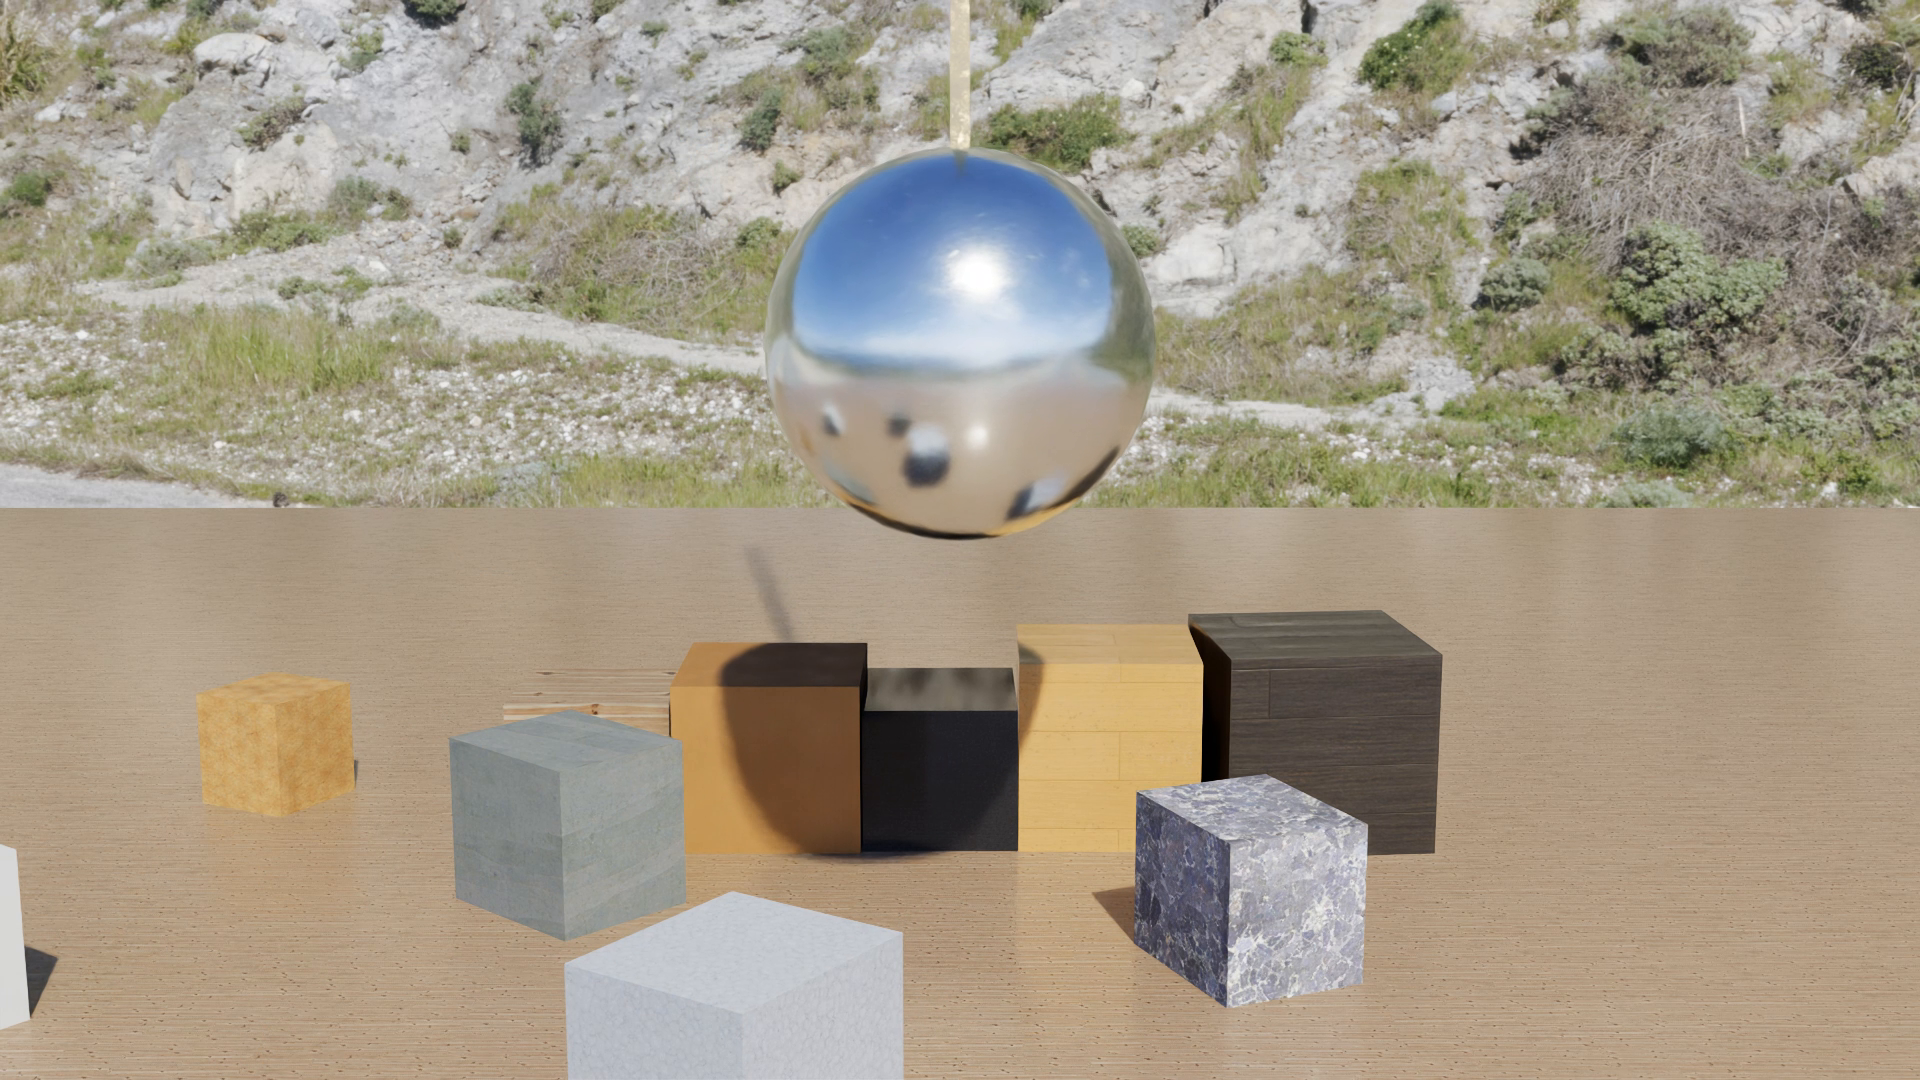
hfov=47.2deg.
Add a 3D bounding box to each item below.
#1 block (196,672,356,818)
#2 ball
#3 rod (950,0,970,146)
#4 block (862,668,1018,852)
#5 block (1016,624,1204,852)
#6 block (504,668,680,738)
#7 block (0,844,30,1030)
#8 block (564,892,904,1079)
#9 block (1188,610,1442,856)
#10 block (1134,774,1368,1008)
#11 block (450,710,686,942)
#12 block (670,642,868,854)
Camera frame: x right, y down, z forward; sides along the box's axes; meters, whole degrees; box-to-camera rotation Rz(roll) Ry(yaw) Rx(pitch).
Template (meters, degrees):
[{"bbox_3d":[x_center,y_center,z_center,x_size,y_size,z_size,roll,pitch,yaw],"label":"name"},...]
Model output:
[{"bbox_3d":[-3.687,1.093,11.866,0.556,0.605,0.559,5,12,27],"label":"block"},{"bbox_3d":[0.000,-0.793,8.967,1.600,1.600,1.600,0,10,0],"label":"ball"},{"bbox_3d":[0.000,-4.146,9.530,0.080,5.200,0.080,0,-10,0],"label":"rod"},{"bbox_3d":[-0.103,1.120,11.380,0.773,0.724,0.901,0,10,0],"label":"block"},{"bbox_3d":[0.750,1.003,11.357,0.905,0.964,0.914,0,10,1],"label":"block"},{"bbox_3d":[-1.852,1.113,11.370,0.831,0.742,0.779,0,10,0],"label":"block"},{"bbox_3d":[-4.277,1.604,8.735,0.720,0.718,0.762,7,13,35],"label":"block"},{"bbox_3d":[-0.736,1.777,7.329,0.743,0.880,0.844,7,12,33],"label":"block"},{"bbox_3d":[1.792,0.979,11.340,1.054,1.017,1.051,-1,10,-6],"label":"block"},{"bbox_3d":[1.234,1.485,9.440,0.658,0.701,0.807,-4,11,-23],"label":"block"},{"bbox_3d":[-1.822,1.303,10.222,0.838,0.780,0.698,9,14,42],"label":"block"},{"bbox_3d":[-0.961,1.056,11.366,0.932,0.856,0.969,0,10,0],"label":"block"}]
